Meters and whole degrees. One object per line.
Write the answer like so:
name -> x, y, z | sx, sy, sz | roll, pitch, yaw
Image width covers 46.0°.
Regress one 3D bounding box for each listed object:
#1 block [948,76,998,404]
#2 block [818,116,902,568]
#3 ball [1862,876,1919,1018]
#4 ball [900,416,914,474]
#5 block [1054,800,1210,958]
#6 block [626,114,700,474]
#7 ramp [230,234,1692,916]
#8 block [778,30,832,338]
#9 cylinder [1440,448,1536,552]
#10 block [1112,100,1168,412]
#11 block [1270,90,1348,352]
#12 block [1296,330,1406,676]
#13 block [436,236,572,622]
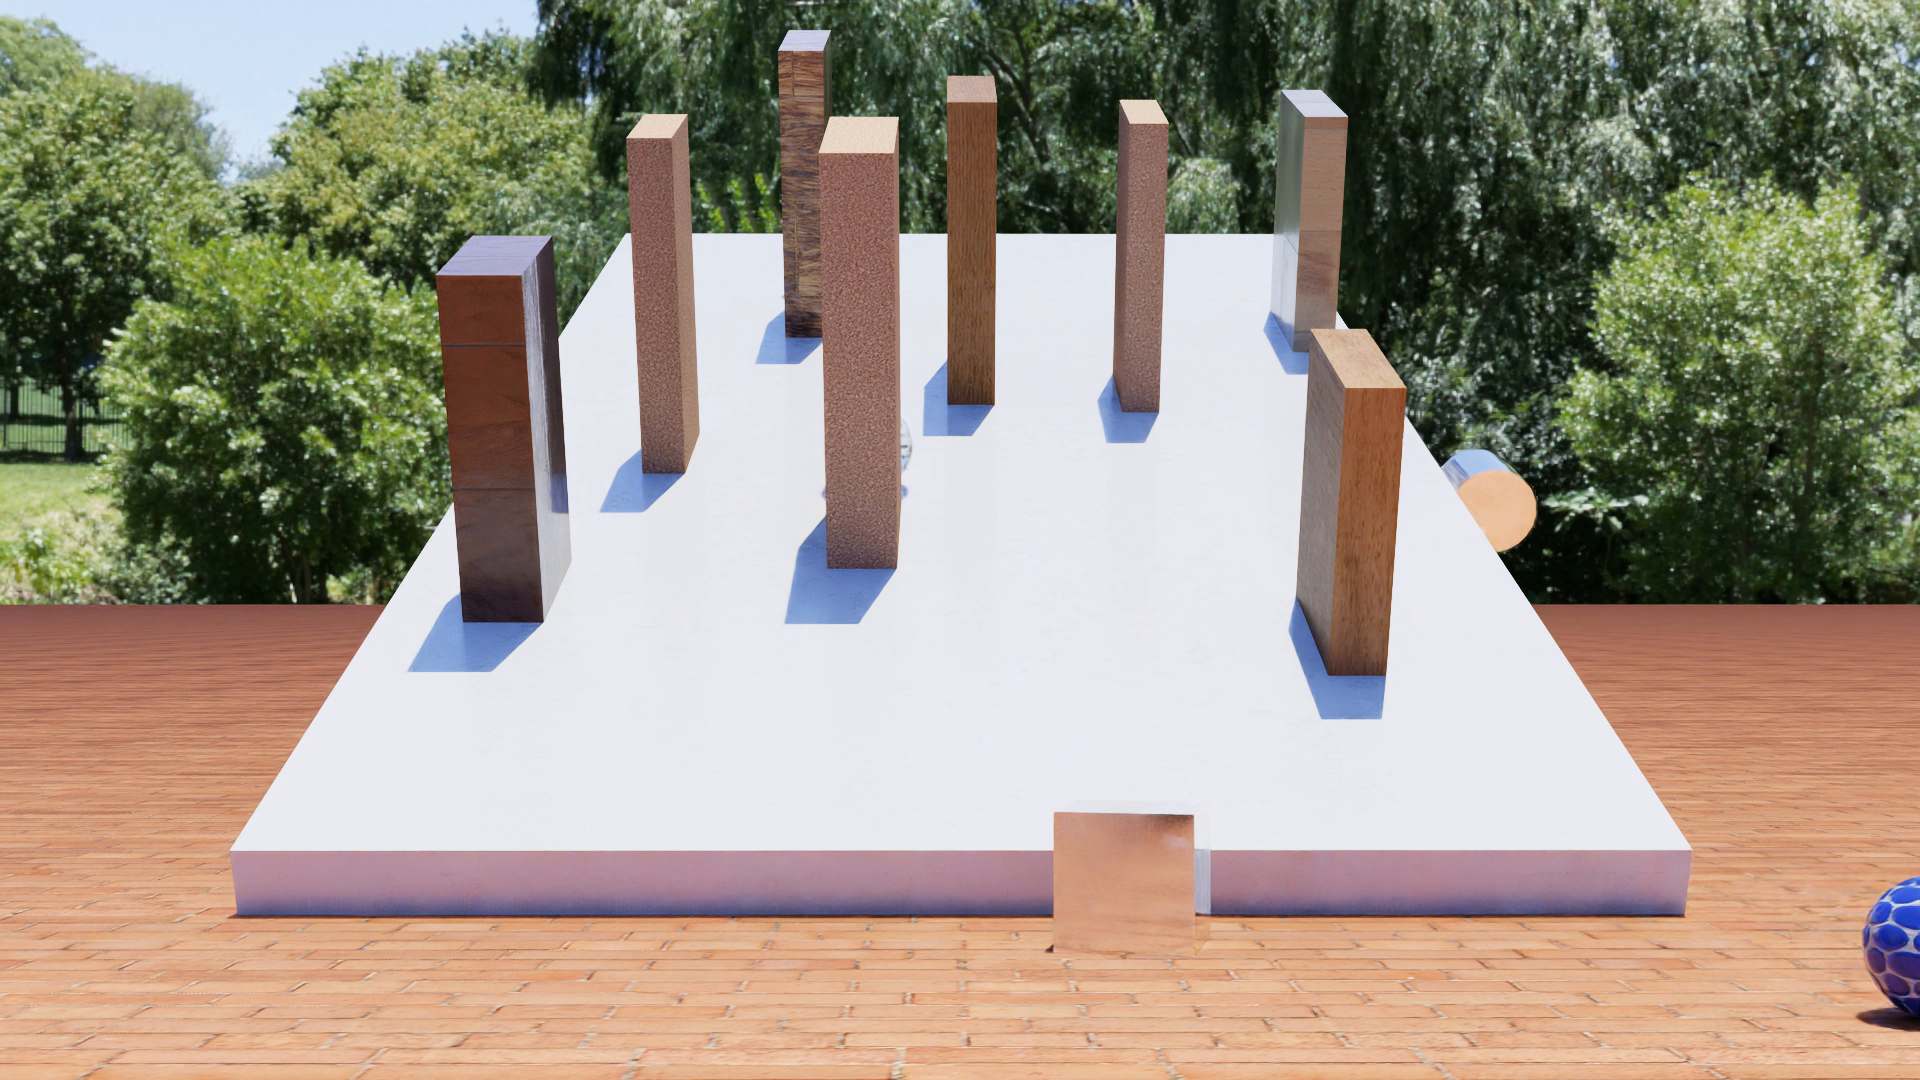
block -> 0.025, -0.694, 5.199 | 0.108, 0.681, 0.394 | 0, 20, 0
block -> -0.179, -0.369, 4.178 | 0.128, 0.759, 0.382 | 0, 20, 0
ball -> 1.015, 0.422, 2.342 | 0.151, 0.151, 0.151 | 0, -1, 0
ball -> -0.181, -0.188, 4.539 | 0.175, 0.175, 0.175 | 0, -1, 0
block -> 0.219, 0.424, 2.858 | 0.174, 0.174, 0.174 | 0, -2, 13
block -> -0.609, -0.509, 4.670 | 0.088, 0.689, 0.287 | 0, 20, 0
ramp -> -0.005, -0.205, 4.992 | 2.000, 0.100, 4.000 | 0, 20, 0
block -> -0.386, -0.910, 5.755 | 0.108, 0.711, 0.392 | 0, 20, 0
cylinder -> 1.151, -0.087, 4.973 | 0.186, 0.186, 0.186 | 0, 18, -2
block -> 0.405, -0.645, 5.116 | 0.083, 0.646, 0.326 | 0, 20, 0
block -> 0.869, -0.805, 5.667 | 0.102, 0.576, 0.424 | 0, 20, 0
block -> 0.643, -0.069, 3.755 | 0.095, 0.483, 0.365 | 0, 20, 0
block -> -0.782, -0.196, 3.917 | 0.139, 0.607, 0.303 | 0, 20, 0
